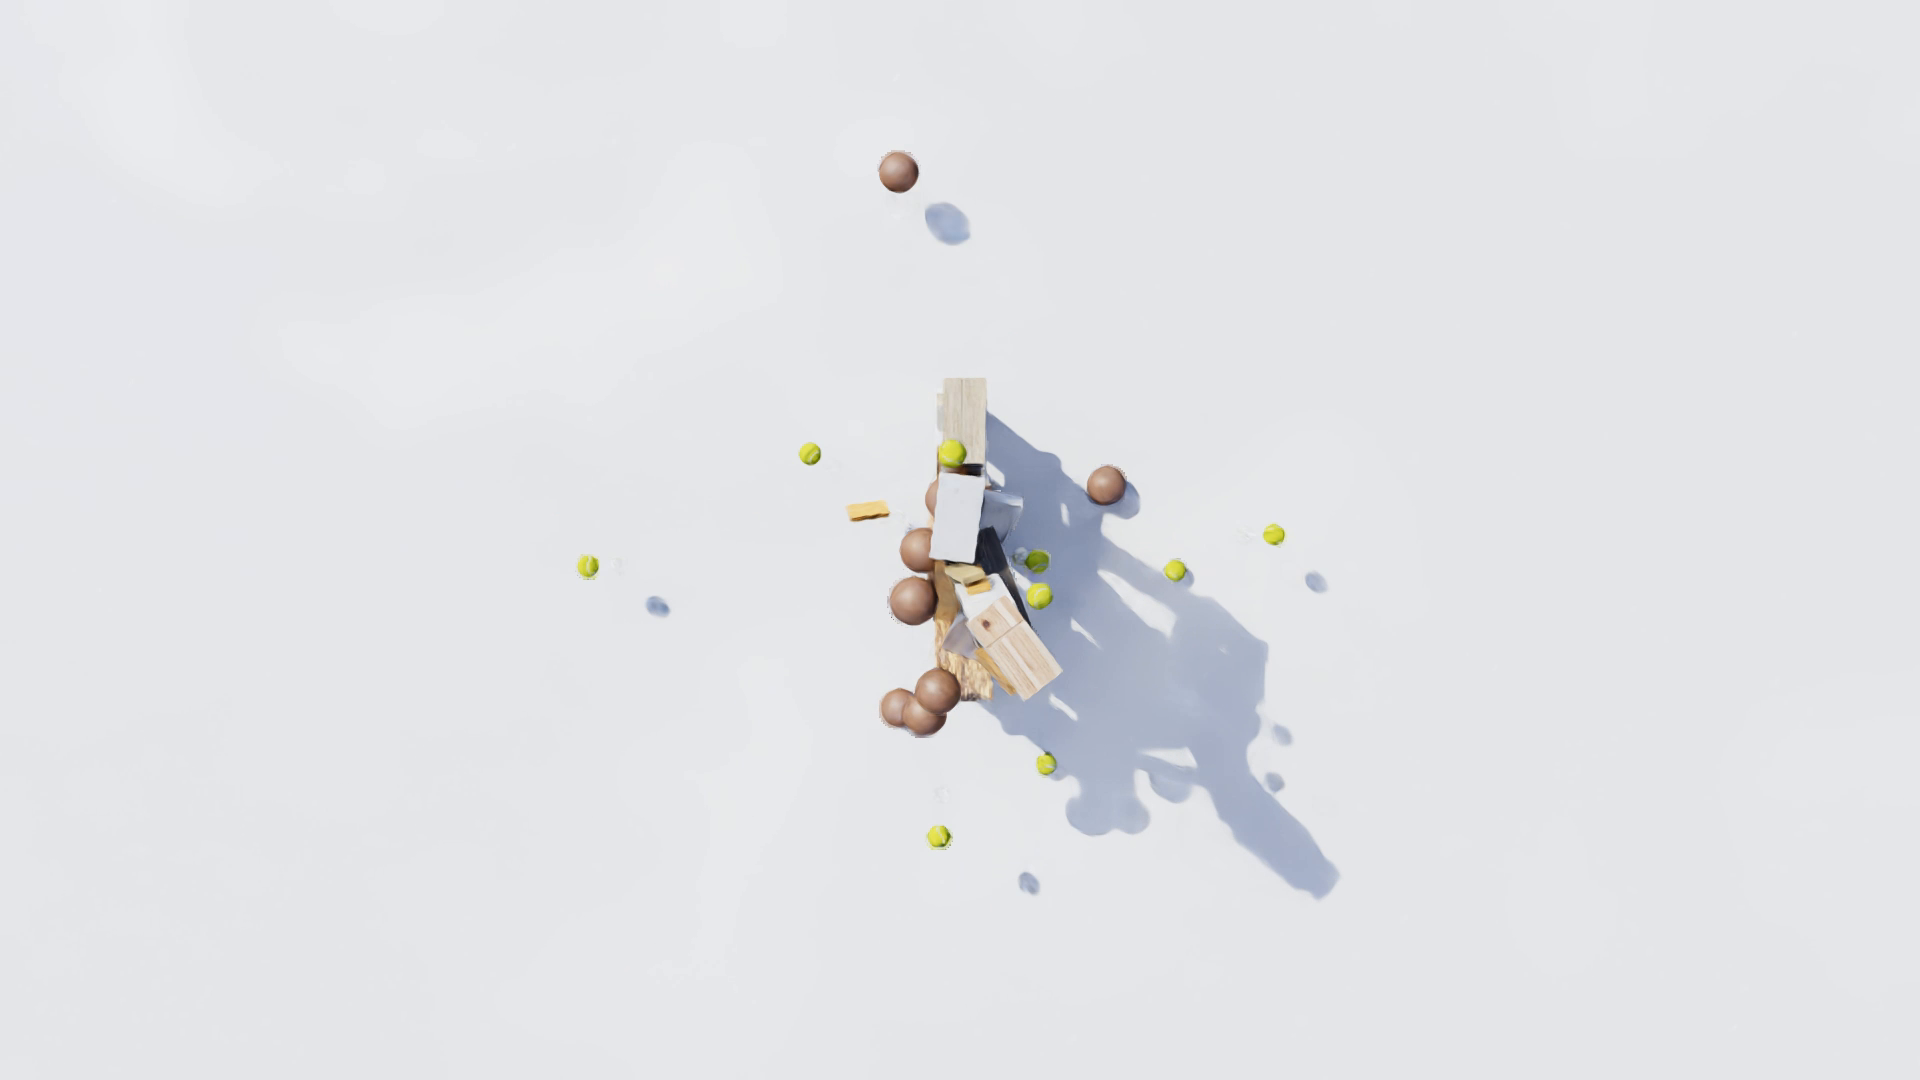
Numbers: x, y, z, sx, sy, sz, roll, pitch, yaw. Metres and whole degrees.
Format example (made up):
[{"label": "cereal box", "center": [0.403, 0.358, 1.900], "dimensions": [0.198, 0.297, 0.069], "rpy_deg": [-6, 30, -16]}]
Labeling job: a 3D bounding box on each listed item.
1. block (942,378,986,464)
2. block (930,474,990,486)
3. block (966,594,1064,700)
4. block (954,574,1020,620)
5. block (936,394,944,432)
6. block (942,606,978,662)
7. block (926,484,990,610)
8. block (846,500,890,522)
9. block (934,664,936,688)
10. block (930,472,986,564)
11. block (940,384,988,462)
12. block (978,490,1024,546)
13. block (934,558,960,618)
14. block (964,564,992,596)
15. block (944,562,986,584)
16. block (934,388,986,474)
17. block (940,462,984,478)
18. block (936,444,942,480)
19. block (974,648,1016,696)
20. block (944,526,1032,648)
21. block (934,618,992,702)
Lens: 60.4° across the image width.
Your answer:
[{"label": "block", "center": [0.011, -0.303, 4.170], "dimensions": [0.107, 0.030, 0.213], "rpy_deg": [1, 99, 0]}, {"label": "block", "center": [0.001, -0.142, 4.918], "dimensions": [0.176, 0.429, 0.050], "rpy_deg": [-1, 100, 0]}, {"label": "block", "center": [0.134, 0.265, 4.066], "dimensions": [0.119, 0.034, 0.238], "rpy_deg": [-37, 88, -13]}, {"label": "block", "center": [0.069, 0.158, 4.209], "dimensions": [0.119, 0.238, 0.034], "rpy_deg": [-15, 113, -7]}, {"label": "block", "center": [-0.007, -0.357, 4.663], "dimensions": [0.113, 0.474, 0.032], "rpy_deg": [0, 85, 0]}, {"label": "block", "center": [0.052, 0.253, 4.580], "dimensions": [0.151, 0.452, 0.043], "rpy_deg": [21, 71, -1]}, {"label": "block", "center": [-0.004, 0.020, 4.678], "dimensions": [0.176, 0.050, 0.353], "rpy_deg": [1, 91, 0]}, {"label": "block", "center": [-0.262, -0.083, 4.681], "dimensions": [0.114, 0.057, 0.016], "rpy_deg": [-8, 135, -15]}, {"label": "block", "center": [0.007, 0.402, 5.014], "dimensions": [0.165, 0.329, 0.047], "rpy_deg": [-2, 93, 0]}, {"label": "block", "center": [-0.007, -0.056, 4.214], "dimensions": [0.115, 0.033, 0.230], "rpy_deg": [7, 117, -2]}, {"label": "block", "center": [0.010, -0.309, 4.417], "dimensions": [0.113, 0.032, 0.227], "rpy_deg": [4, 99, -1]}, {"label": "block", "center": [0.058, -0.009, 4.467], "dimensions": [0.115, 0.367, 0.033], "rpy_deg": [10, 54, -14]}, {"label": "block", "center": [0.006, 0.114, 4.519], "dimensions": [0.151, 0.302, 0.043], "rpy_deg": [0, 54, -1]}, {"label": "block", "center": [0.036, 0.103, 4.273], "dimensions": [0.061, 0.122, 0.017], "rpy_deg": [-15, 117, -7]}, {"label": "block", "center": [0.011, 0.084, 4.264], "dimensions": [0.061, 0.122, 0.017], "rpy_deg": [-19, 110, -19]}, {"label": "block", "center": [0.000, -0.312, 5.156], "dimensions": [0.161, 0.046, 0.321], "rpy_deg": [0, 90, 0]}, {"label": "block", "center": [0.005, -0.162, 4.308], "dimensions": [0.115, 0.230, 0.033], "rpy_deg": [4, 105, 0]}, {"label": "block", "center": [-0.006, -0.181, 4.549], "dimensions": [0.113, 0.227, 0.032], "rpy_deg": [0, 56, 0]}, {"label": "block", "center": [0.134, 0.313, 4.192], "dimensions": [0.119, 0.238, 0.034], "rpy_deg": [-22, 113, -12]}, {"label": "block", "center": [0.069, 0.130, 4.349], "dimensions": [0.151, 0.043, 0.302], "rpy_deg": [-20, 83, -7]}, {"label": "block", "center": [0.008, 0.303, 4.825], "dimensions": [0.165, 0.047, 0.329], "rpy_deg": [-1, 90, -1]}]
